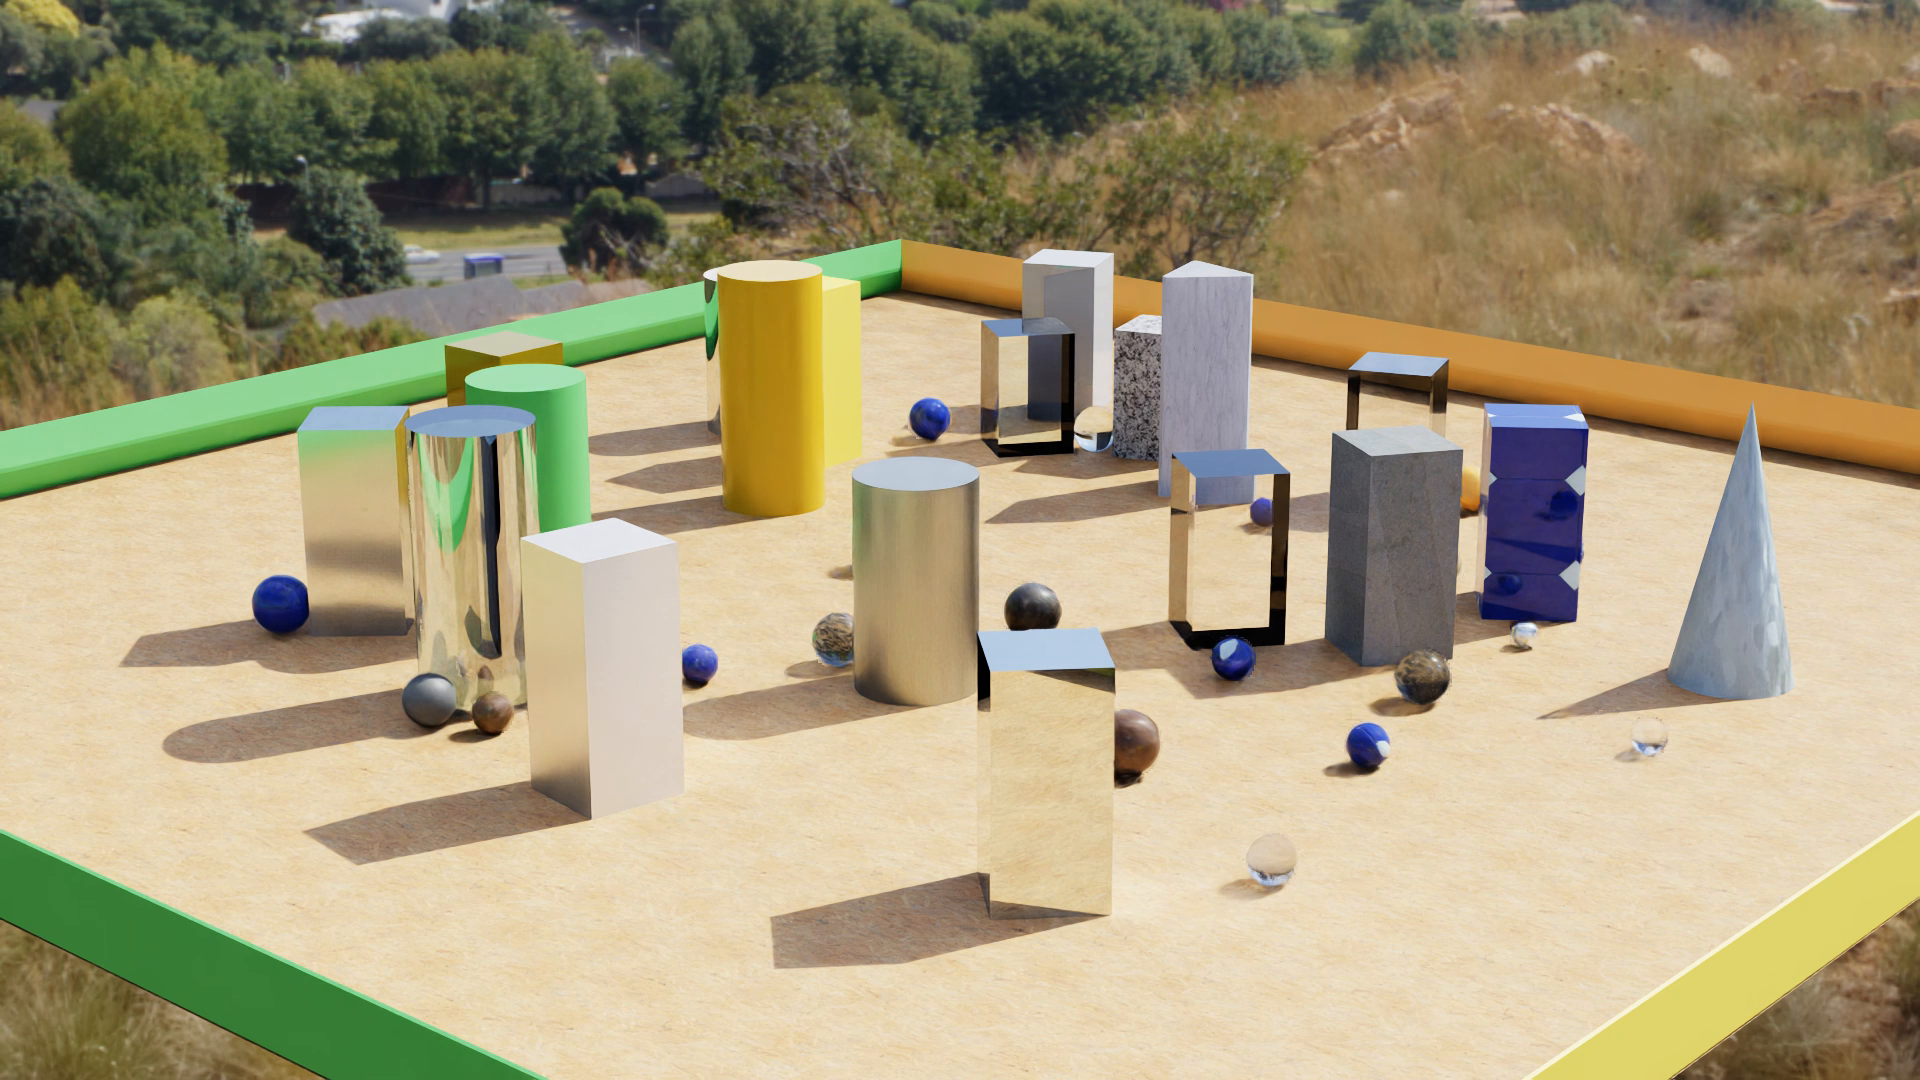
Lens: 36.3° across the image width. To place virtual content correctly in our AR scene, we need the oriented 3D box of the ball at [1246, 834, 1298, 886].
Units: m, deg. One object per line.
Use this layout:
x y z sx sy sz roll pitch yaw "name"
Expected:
0.416 0.428 3.917 0.068 0.068 0.068 0 17 0 "ball"

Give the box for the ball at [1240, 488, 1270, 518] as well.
0.563 -0.071 5.596 0.055 0.055 0.055 0 17 0 "ball"

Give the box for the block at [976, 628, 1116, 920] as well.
0.110 0.305 3.847 0.160 0.343 0.160 -2 17 -5 "block"

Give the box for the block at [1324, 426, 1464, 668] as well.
0.709 0.009 4.810 0.160 0.356 0.160 -5 17 -15 "block"

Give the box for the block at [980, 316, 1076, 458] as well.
0.139 -0.317 6.072 0.160 0.253 0.160 -4 17 -12 "block"

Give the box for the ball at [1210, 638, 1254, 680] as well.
0.437 0.190 4.705 0.068 0.068 0.068 0 17 0 "ball"

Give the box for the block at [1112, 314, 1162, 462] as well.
0.419 -0.311 6.027 0.160 0.266 0.160 7 18 22 "block"

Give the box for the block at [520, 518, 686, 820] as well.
-0.510 0.182 4.195 0.160 0.380 0.160 -14 21 -38 "block"

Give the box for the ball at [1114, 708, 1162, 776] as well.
0.246 0.297 4.302 0.098 0.098 0.098 0 17 0 "ball"

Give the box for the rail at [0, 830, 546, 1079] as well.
-1.205 0.433 3.790 3.639 0.130 0.045 14 22 39 "rail"

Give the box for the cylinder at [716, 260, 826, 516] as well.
-0.361 -0.292 5.632 0.200 0.458 0.200 0 17 0 "cylinder"

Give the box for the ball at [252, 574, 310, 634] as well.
-1.139 0.108 4.926 0.100 0.100 0.100 0 17 0 "ball"

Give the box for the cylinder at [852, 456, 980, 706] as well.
-0.069 0.064 4.636 0.200 0.351 0.200 0 17 0 "cylinder"

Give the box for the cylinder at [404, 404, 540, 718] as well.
-0.753 0.032 4.571 0.200 0.449 0.200 0 17 0 "cylinder"

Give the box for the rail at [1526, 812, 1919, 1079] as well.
1.356 0.372 3.992 0.045 0.130 3.725 14 22 39 "rail"

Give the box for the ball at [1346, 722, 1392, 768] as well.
0.603 0.304 4.333 0.067 0.067 0.067 0 17 0 "ball"

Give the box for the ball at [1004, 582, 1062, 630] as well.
0.121 0.120 4.892 0.097 0.097 0.097 0 17 0 "ball"

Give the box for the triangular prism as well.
0.469 -0.319 5.757 0.173 0.437 0.150 -2 17 -5 "triangular prism"

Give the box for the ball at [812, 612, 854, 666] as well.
-0.197 0.162 4.766 0.088 0.088 0.088 0 17 0 "ball"

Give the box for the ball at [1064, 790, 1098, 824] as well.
0.170 0.375 4.128 0.047 0.047 0.047 0 17 0 "ball"

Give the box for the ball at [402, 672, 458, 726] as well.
-0.813 0.245 4.498 0.083 0.083 0.083 0 17 0 "ball"

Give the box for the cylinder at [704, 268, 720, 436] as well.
-0.439 -0.401 6.212 0.200 0.332 0.200 0 17 0 "cylinder"

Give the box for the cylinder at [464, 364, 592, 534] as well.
-0.724 -0.068 4.946 0.200 0.424 0.200 0 17 0 "cylinder"

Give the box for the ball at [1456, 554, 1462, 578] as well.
0.859 0.045 5.198 0.063 0.063 0.063 0 17 0 "ball"

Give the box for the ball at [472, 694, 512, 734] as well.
-0.714 0.264 4.472 0.061 0.061 0.061 0 17 0 "ball"

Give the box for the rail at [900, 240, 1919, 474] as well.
1.205 -0.368 6.449 3.639 0.130 0.045 14 22 39 "rail"

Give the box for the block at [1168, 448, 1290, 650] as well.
0.448 0.014 4.896 0.160 0.296 0.160 -3 17 -10 "block"

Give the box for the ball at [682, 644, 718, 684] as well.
-0.417 0.197 4.691 0.063 0.063 0.063 0 17 0 "ball"

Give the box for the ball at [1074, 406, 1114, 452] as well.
0.280 -0.230 6.054 0.096 0.096 0.096 0 17 0 "ball"

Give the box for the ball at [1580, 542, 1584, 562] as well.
1.079 0.020 5.254 0.079 0.079 0.079 0 17 0 "ball"

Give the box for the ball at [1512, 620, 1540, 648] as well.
0.937 0.156 4.858 0.046 0.046 0.046 0 17 0 "ball"

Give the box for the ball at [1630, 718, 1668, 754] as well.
1.031 0.294 4.385 0.055 0.055 0.055 0 17 0 "ball"

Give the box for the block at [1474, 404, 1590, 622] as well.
0.978 -0.048 5.027 0.160 0.340 0.160 1 17 5 "block"

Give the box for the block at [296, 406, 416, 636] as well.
-1.011 -0.032 4.944 0.160 0.358 0.160 0 17 -2 "block"

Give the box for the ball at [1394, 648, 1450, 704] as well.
0.725 0.214 4.596 0.086 0.086 0.086 0 17 0 "ball"

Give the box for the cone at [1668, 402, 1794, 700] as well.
1.239 0.002 4.650 0.200 0.462 0.200 0 17 0 "cone"

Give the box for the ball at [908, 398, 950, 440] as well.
-0.064 -0.255 6.152 0.088 0.088 0.088 0 17 0 "ball"

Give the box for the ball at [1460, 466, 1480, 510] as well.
0.988 -0.100 5.640 0.085 0.085 0.085 0 17 0 "ball"

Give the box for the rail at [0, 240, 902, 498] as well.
-1.356 -0.307 6.247 0.045 0.130 3.725 14 22 39 "rail"

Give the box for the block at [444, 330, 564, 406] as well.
-0.881 -0.233 5.701 0.160 0.305 0.160 14 21 38 "block"

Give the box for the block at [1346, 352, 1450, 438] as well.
0.843 -0.208 5.672 0.160 0.274 0.160 6 18 20 "block"

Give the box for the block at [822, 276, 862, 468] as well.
-0.313 -0.342 5.960 0.160 0.365 0.160 12 21 35 "block"

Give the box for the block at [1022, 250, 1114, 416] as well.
0.234 -0.451 6.380 0.160 0.331 0.160 5 18 17 "block"

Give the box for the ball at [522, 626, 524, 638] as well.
-0.704 0.154 4.866 0.046 0.046 0.046 0 17 0 "ball"
